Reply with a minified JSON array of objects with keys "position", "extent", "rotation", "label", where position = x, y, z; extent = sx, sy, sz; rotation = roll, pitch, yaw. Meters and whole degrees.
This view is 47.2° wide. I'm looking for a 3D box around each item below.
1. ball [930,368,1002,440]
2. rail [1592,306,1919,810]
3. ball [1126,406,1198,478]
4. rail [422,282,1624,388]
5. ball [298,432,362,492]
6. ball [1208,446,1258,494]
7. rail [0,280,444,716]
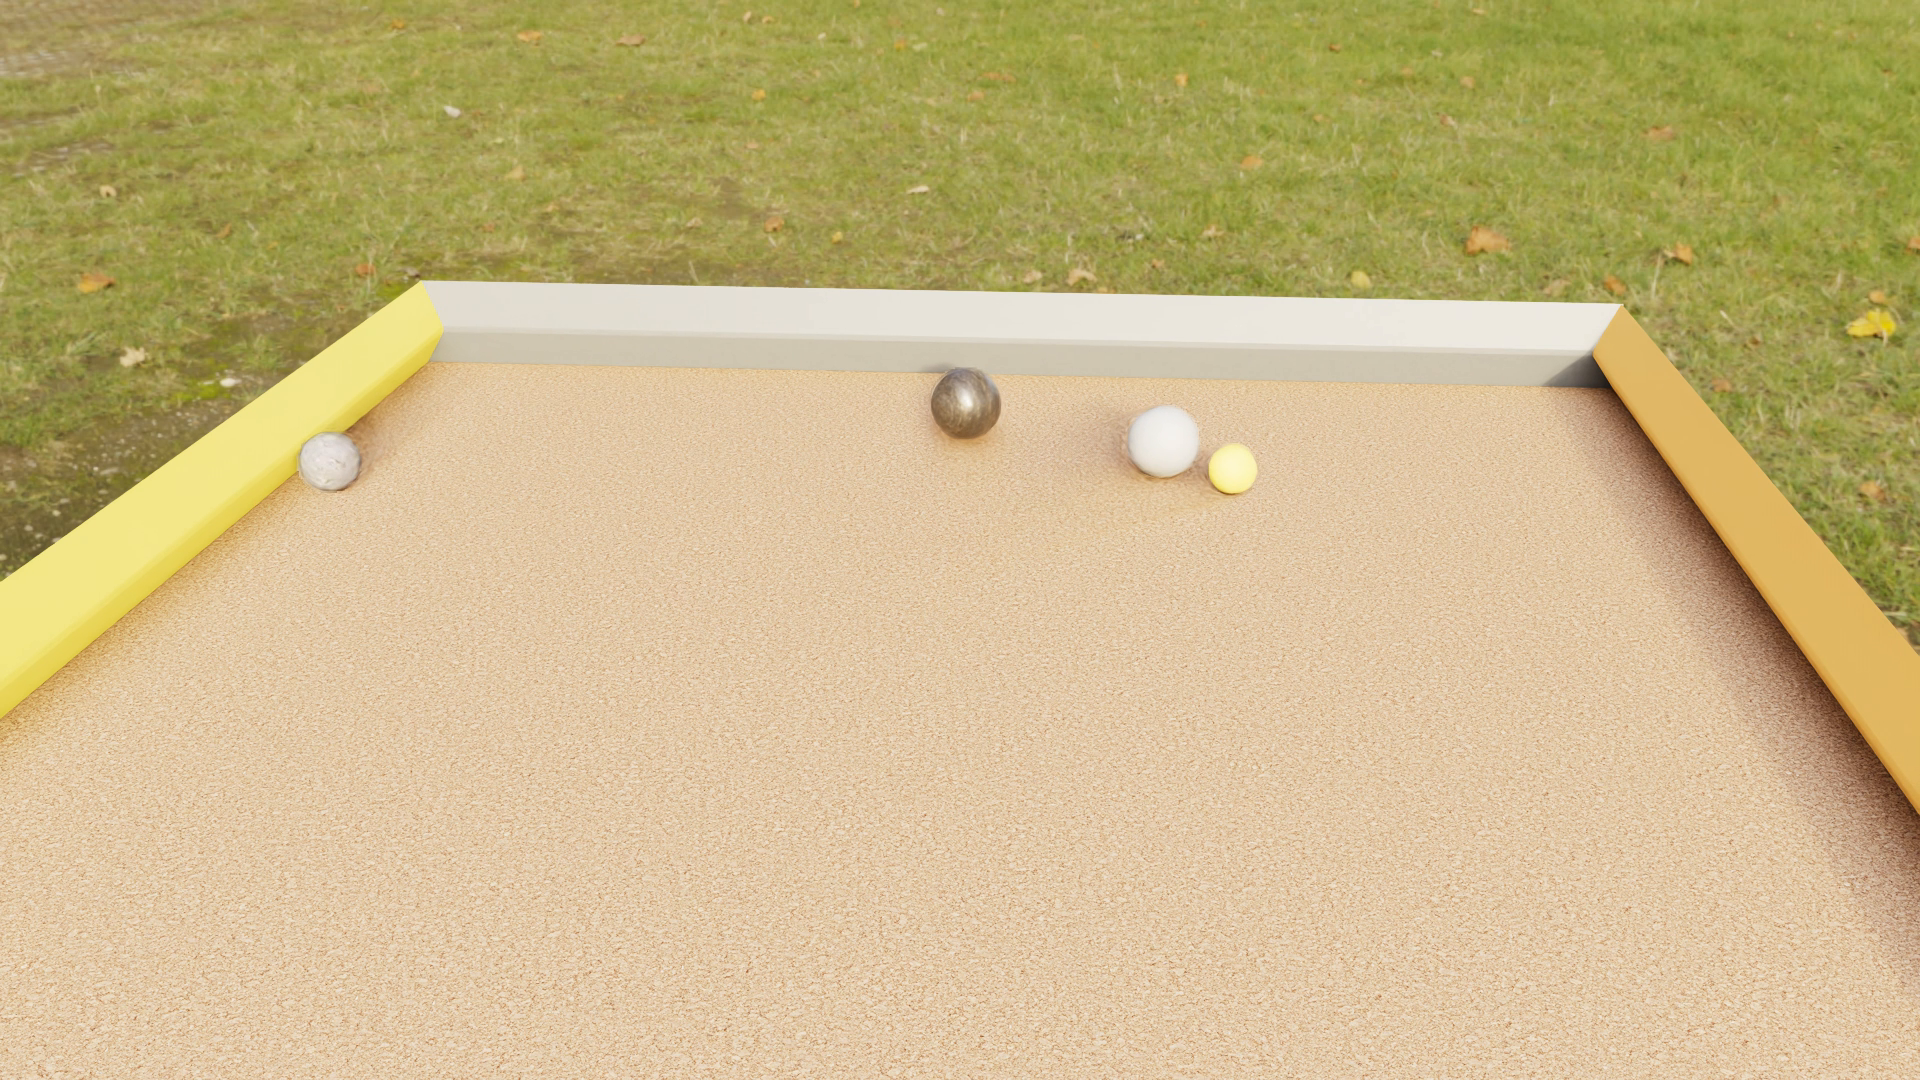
[{"position":[0.009,-0.188,3.054],"extent":[0.098,0.098,0.098],"rotation":[0,20,0],"label":"ball"},{"position":[0.815,0.299,1.644],"extent":[0.045,0.128,3.520],"rotation":[2,20,5],"label":"rail"},{"position":[0.267,-0.129,2.894],"extent":[0.094,0.094,0.094],"rotation":[0,20,0],"label":"ball"},{"position":[0.072,-0.309,3.343],"extent":[1.831,0.128,0.045],"rotation":[2,20,5],"label":"rail"},{"position":[-0.814,-0.102,2.843],"extent":[0.078,0.078,0.078],"rotation":[0,20,0],"label":"ball"},{"position":[0.352,-0.090,2.834],"extent":[0.062,0.062,0.062],"rotation":[0,20,0],"label":"ball"},{"position":[-0.963,0.249,1.785],"extent":[0.045,0.128,3.520],"rotation":[2,20,5],"label":"rail"}]
